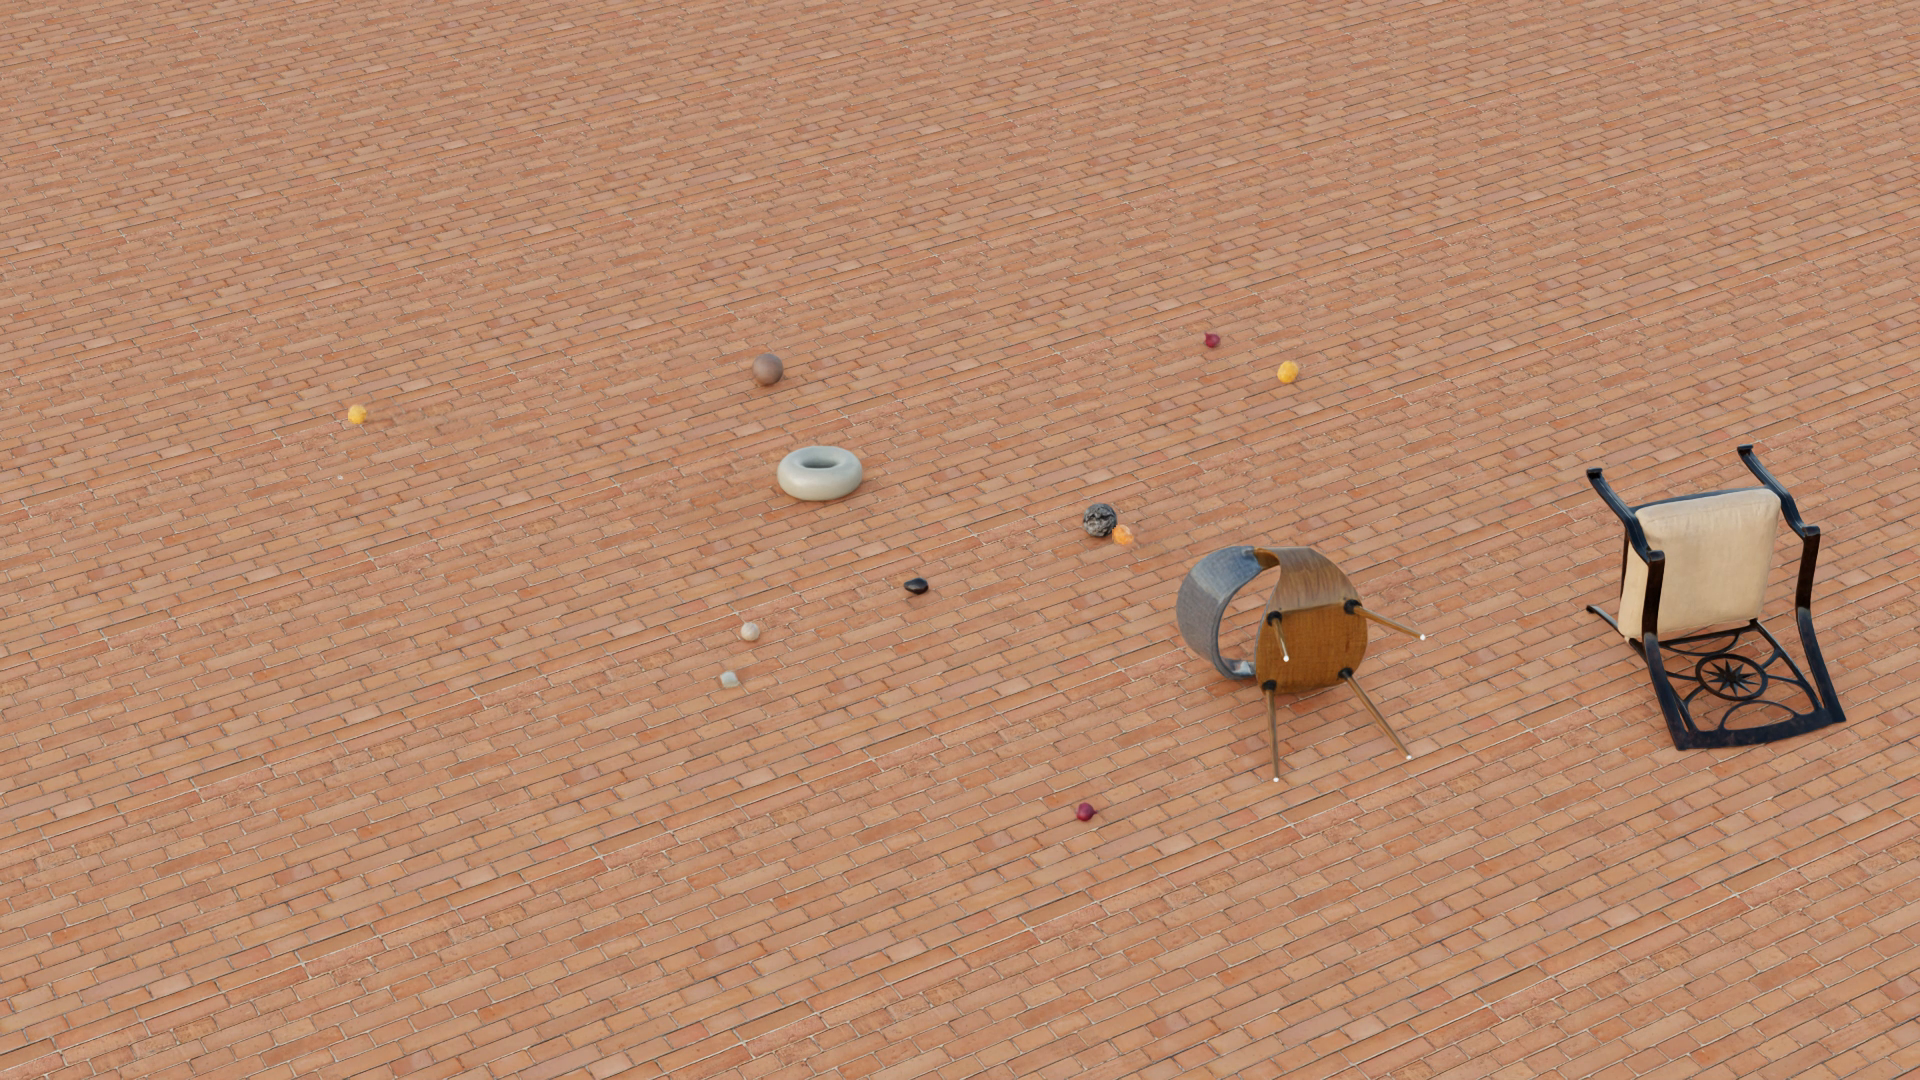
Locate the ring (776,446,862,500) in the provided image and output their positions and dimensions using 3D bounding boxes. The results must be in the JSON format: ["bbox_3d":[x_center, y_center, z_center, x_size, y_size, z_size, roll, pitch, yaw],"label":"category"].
[{"bbox_3d":[-0.536,-0.255,11.213,0.330,0.133,0.262,-4,32,-7],"label":"ring"}]

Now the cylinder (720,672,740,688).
[{"bbox_3d":[-0.799,0.486,10.179,0.055,0.030,0.056,-9,34,-14],"label":"cylinder"}]

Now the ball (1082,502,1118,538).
[{"bbox_3d":[0.523,-0.074,10.940,0.129,0.129,0.129,0,33,0],"label":"ball"}]

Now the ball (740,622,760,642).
[{"bbox_3d":[-0.744,0.325,10.391,0.066,0.066,0.066,0,33,0],"label":"ball"}]
